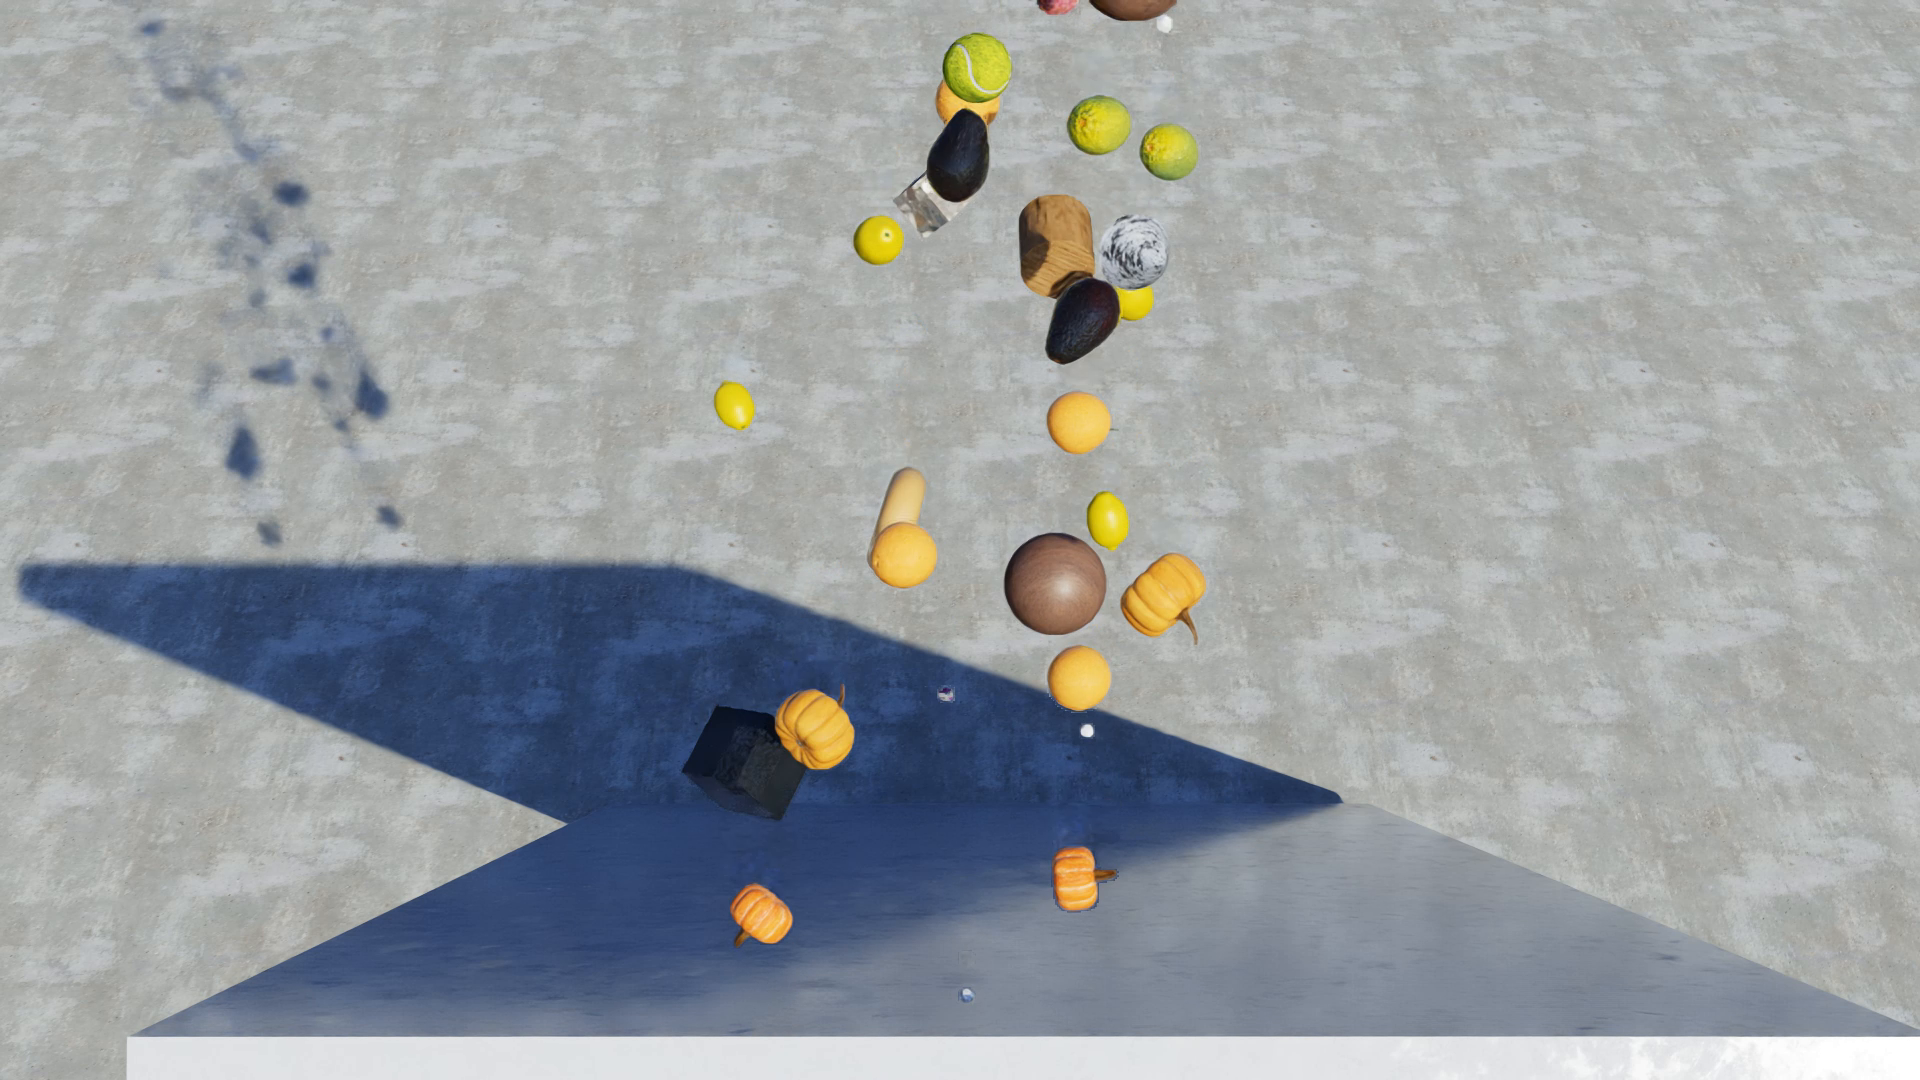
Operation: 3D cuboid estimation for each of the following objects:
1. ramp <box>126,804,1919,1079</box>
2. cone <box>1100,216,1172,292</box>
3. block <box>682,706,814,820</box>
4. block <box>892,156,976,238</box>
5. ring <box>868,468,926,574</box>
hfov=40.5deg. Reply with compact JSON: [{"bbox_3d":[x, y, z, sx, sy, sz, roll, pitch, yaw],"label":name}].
[{"bbox_3d":[0.079,0.673,4.871,2.000,0.100,4.000,0,-2,0],"label":"ramp"},{"bbox_3d":[0.187,-0.277,2.564,0.077,0.077,0.077,-10,17,-14],"label":"cone"},{"bbox_3d":[-0.247,0.260,3.038,0.091,0.091,0.091,5,60,41],"label":"block"},{"bbox_3d":[-0.027,-0.377,2.857,0.054,0.054,0.054,-46,11,-33],"label":"block"},{"bbox_3d":[-0.075,-0.022,3.072,0.044,0.132,0.132,18,36,-3],"label":"ring"}]
